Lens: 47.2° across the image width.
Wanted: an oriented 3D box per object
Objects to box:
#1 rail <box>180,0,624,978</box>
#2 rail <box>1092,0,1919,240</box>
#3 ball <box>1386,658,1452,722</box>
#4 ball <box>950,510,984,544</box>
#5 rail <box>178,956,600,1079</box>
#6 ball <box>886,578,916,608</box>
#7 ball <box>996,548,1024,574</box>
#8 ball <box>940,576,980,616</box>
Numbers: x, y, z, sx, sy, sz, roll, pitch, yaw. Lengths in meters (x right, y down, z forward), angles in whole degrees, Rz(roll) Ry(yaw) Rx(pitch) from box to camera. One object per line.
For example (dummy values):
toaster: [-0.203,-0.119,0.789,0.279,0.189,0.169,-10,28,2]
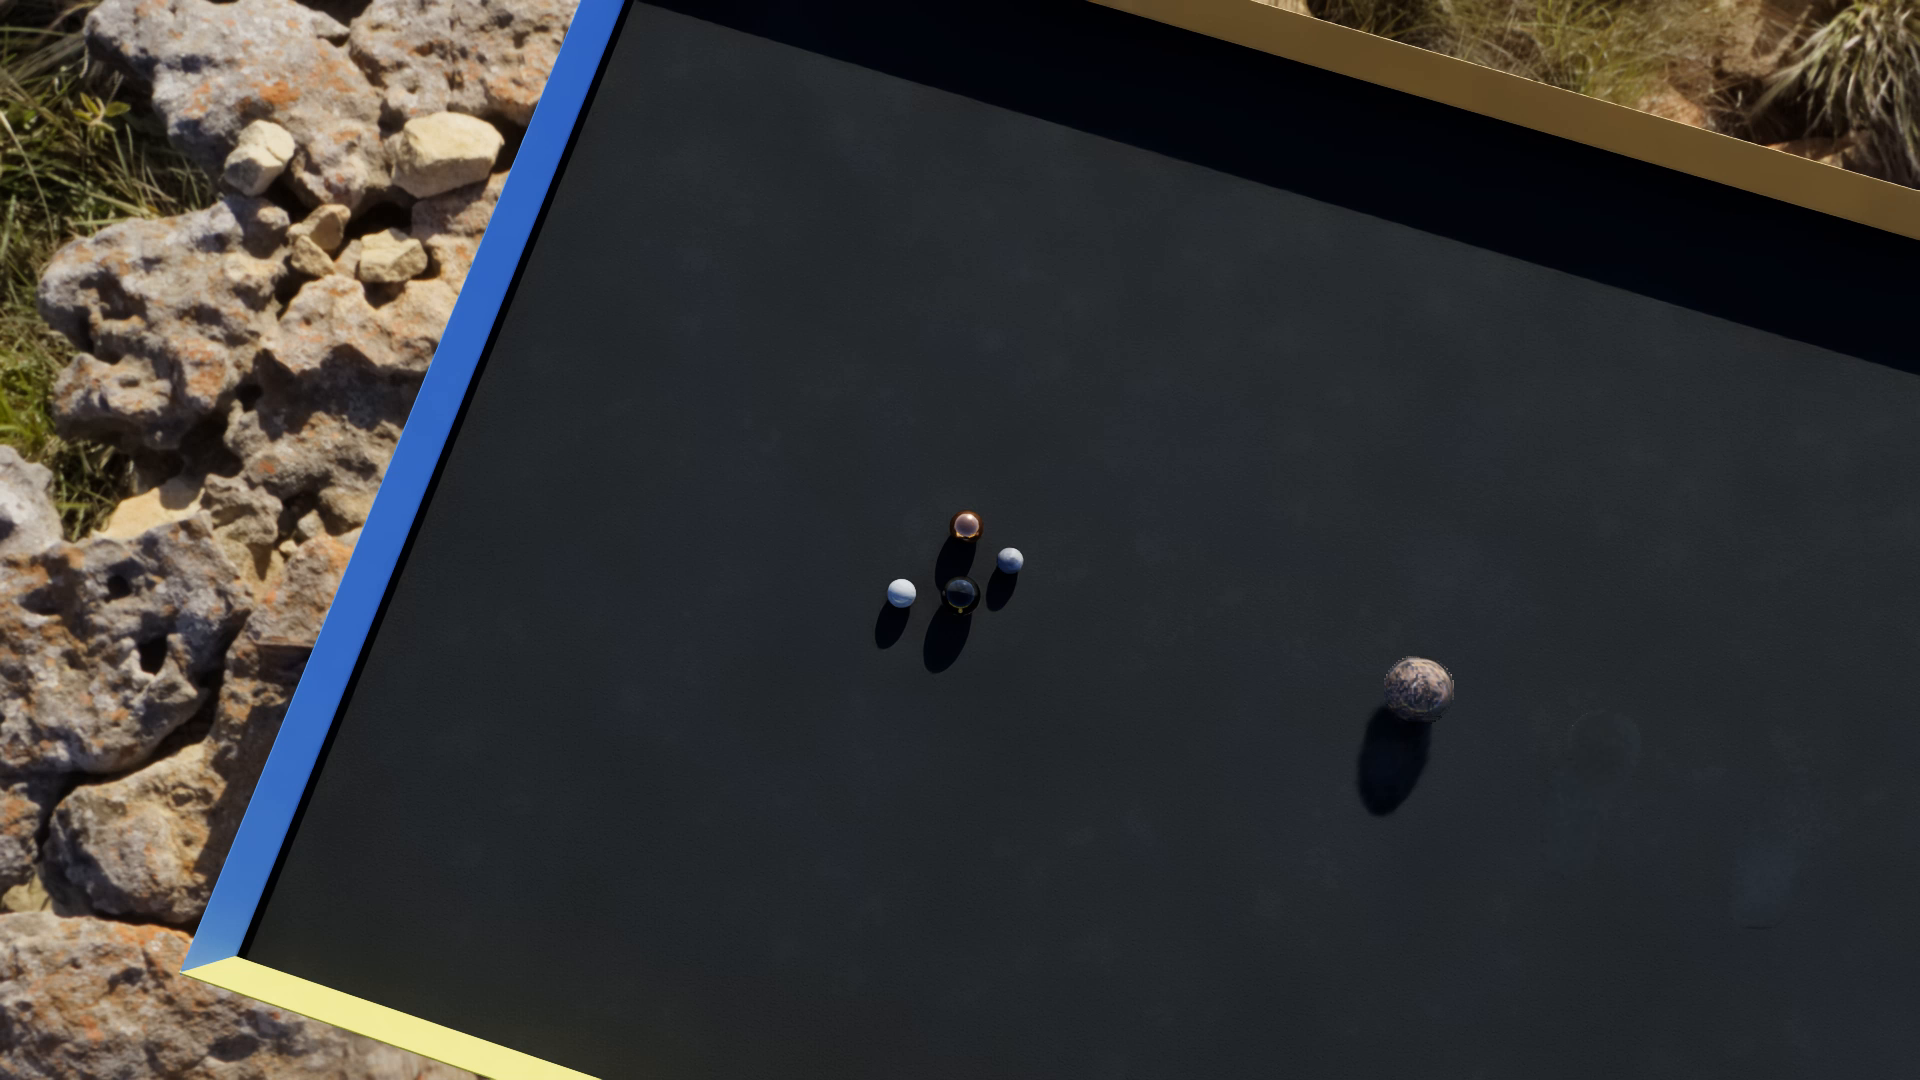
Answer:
rail: [-0.779,-0.253,3.400,0.045,0.126,1.936,17,75,5]
rail: [1.092,-0.627,3.505,3.369,0.126,0.045,17,75,5]
ball: [0.684,0.224,3.282,0.097,0.097,0.097,0,74,0]
ball: [0.010,-0.020,3.374,0.053,0.053,0.053,0,74,0]
rail: [0.512,1.103,3.019,3.369,0.126,0.045,17,75,5]
ball: [-0.089,0.081,3.350,0.044,0.044,0.044,0,74,0]
ball: [0.077,0.032,3.366,0.041,0.041,0.041,0,74,0]
ball: [0.001,0.084,3.340,0.062,0.062,0.062,0,74,0]
